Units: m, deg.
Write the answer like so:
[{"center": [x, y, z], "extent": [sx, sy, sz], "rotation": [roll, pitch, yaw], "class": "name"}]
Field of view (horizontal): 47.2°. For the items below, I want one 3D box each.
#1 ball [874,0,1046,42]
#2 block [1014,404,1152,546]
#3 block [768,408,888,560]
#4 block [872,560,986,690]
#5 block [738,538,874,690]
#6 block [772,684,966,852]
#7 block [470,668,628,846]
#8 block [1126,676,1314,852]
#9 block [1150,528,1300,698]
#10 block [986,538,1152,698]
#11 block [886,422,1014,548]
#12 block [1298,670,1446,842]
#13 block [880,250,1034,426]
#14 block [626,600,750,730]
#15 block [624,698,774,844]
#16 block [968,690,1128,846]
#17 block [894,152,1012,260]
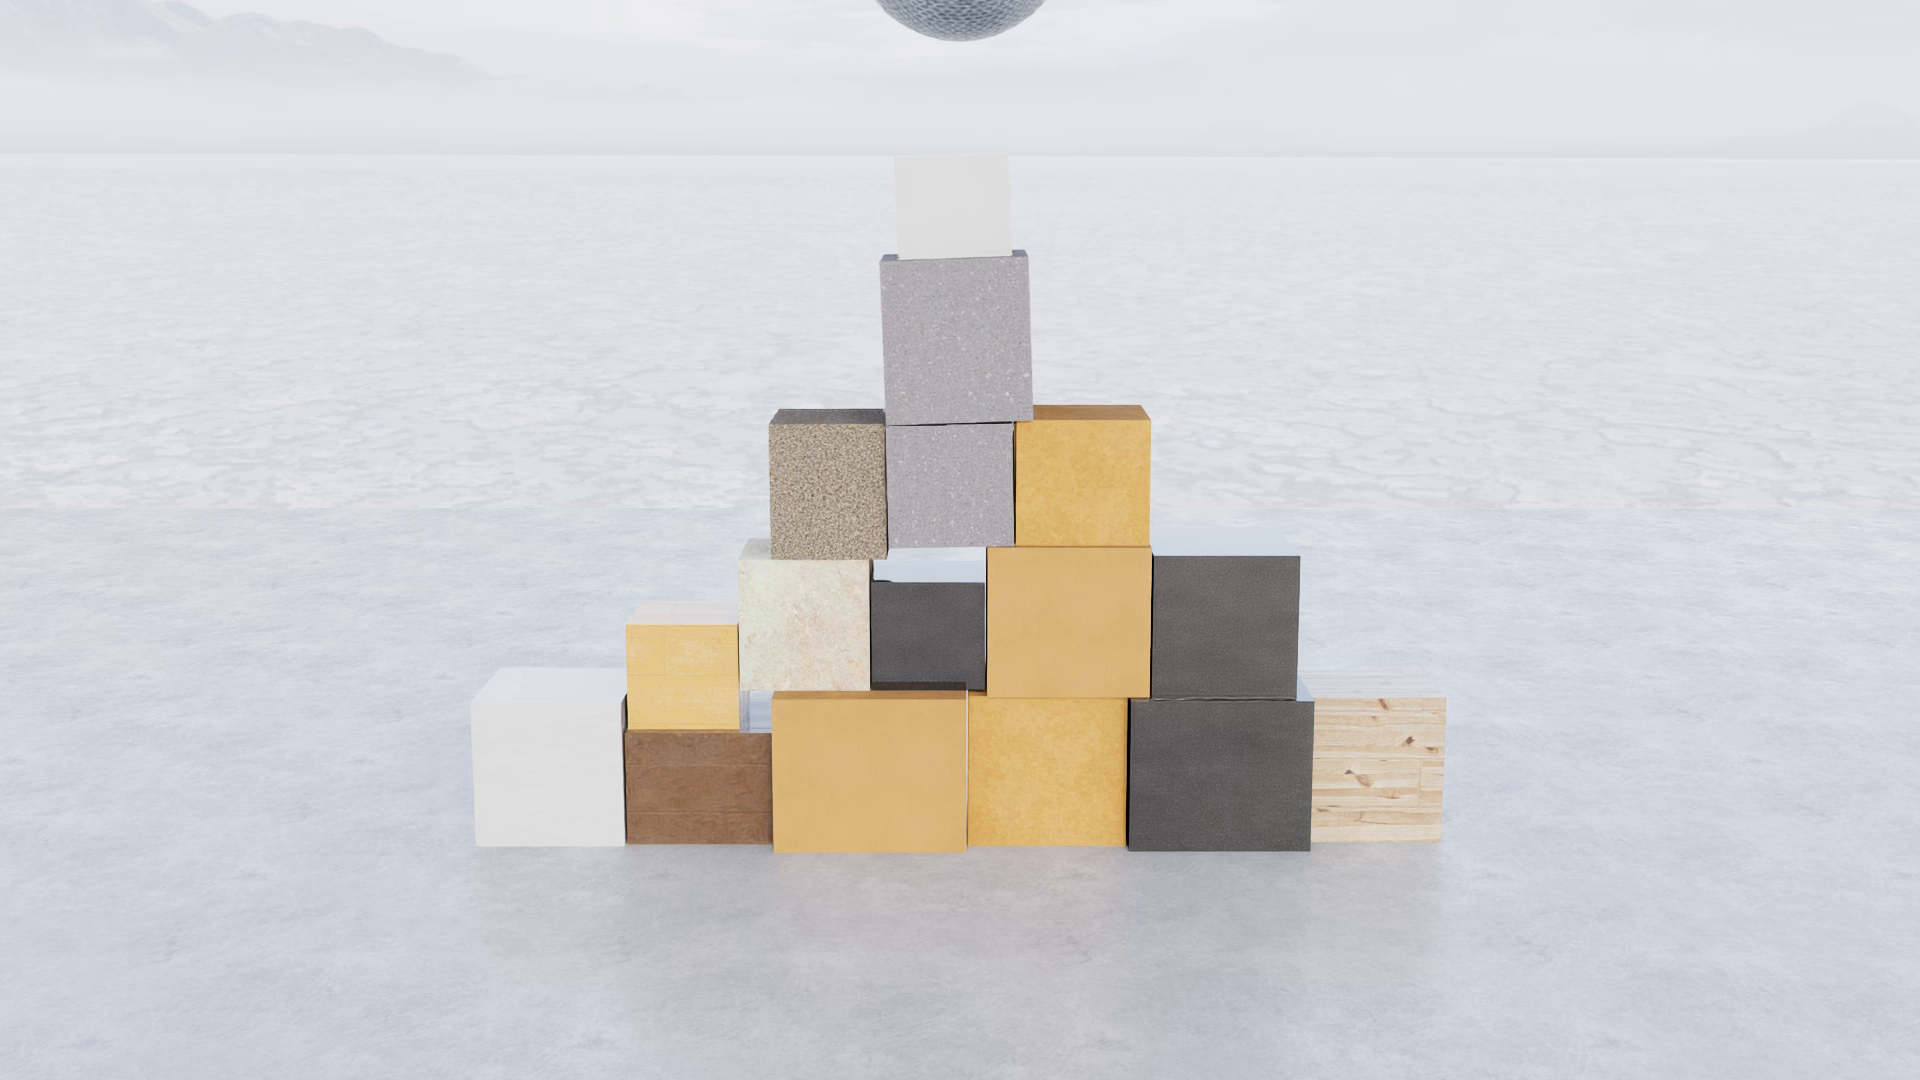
[{"center": [0.000, -4.358, 15.627], "extent": [1.600, 1.600, 1.600], "rotation": [0, 10, 0], "class": "ball"}, {"center": [0.606, -0.338, 11.125], "extent": [0.659, 0.622, 0.653], "rotation": [0, 10, 0], "class": "block"}, {"center": [-0.651, -0.292, 11.146], "extent": [0.574, 0.676, 0.649], "rotation": [0, 10, 0], "class": "block"}, {"center": [-0.158, 0.431, 11.252], "extent": [0.567, 0.553, 0.572], "rotation": [0, 10, 0], "class": "block"}, {"center": [-0.777, 0.372, 11.250], "extent": [0.650, 0.667, 0.601], "rotation": [0, 10, 0], "class": "block"}, {"center": [-0.449, 1.091, 11.365], "extent": [0.962, 0.787, 0.926], "rotation": [0, 10, 0], "class": "block"}, {"center": [-2.063, 1.111, 11.373], "extent": [0.749, 0.745, 0.739], "rotation": [0, 10, 0], "class": "block"}, {"center": [1.299, 1.094, 11.385], "extent": [0.907, 0.775, 0.933], "rotation": [0, 10, 0], "class": "block"}, {"center": [1.311, 0.360, 11.241], "extent": [0.719, 0.721, 0.795], "rotation": [0, 10, 0], "class": "block"}, {"center": [0.539, 0.340, 11.248], "extent": [0.806, 0.755, 0.792], "rotation": [0, 10, 0], "class": "block"}, {"center": [-0.049, -0.322, 11.103], "extent": [0.618, 0.607, 0.662], "rotation": [-1, 10, 0], "class": "block"}, {"center": [2.100, 1.106, 11.376], "extent": [0.676, 0.753, 0.607], "rotation": [0, 10, 0], "class": "block"}, {"center": [-0.015, -1.026, 11.004], "extent": [0.720, 0.794, 0.724], "rotation": [-2, 10, 0], "class": "block"}, {"center": [-1.391, 0.636, 11.308], "extent": [0.560, 0.540, 0.569], "rotation": [0, 10, 0], "class": "block"}, {"center": [-1.310, 1.189, 11.401], "extent": [0.738, 0.581, 0.698], "rotation": [0, 10, 0], "class": "block"}, {"center": [0.438, 1.094, 11.381], "extent": [0.794, 0.776, 0.736], "rotation": [0, 10, 0], "class": "block"}, {"center": [-0.036, -1.653, 10.866], "extent": [0.551, 0.491, 0.474], "rotation": [-2, 10, 0], "class": "block"}]
